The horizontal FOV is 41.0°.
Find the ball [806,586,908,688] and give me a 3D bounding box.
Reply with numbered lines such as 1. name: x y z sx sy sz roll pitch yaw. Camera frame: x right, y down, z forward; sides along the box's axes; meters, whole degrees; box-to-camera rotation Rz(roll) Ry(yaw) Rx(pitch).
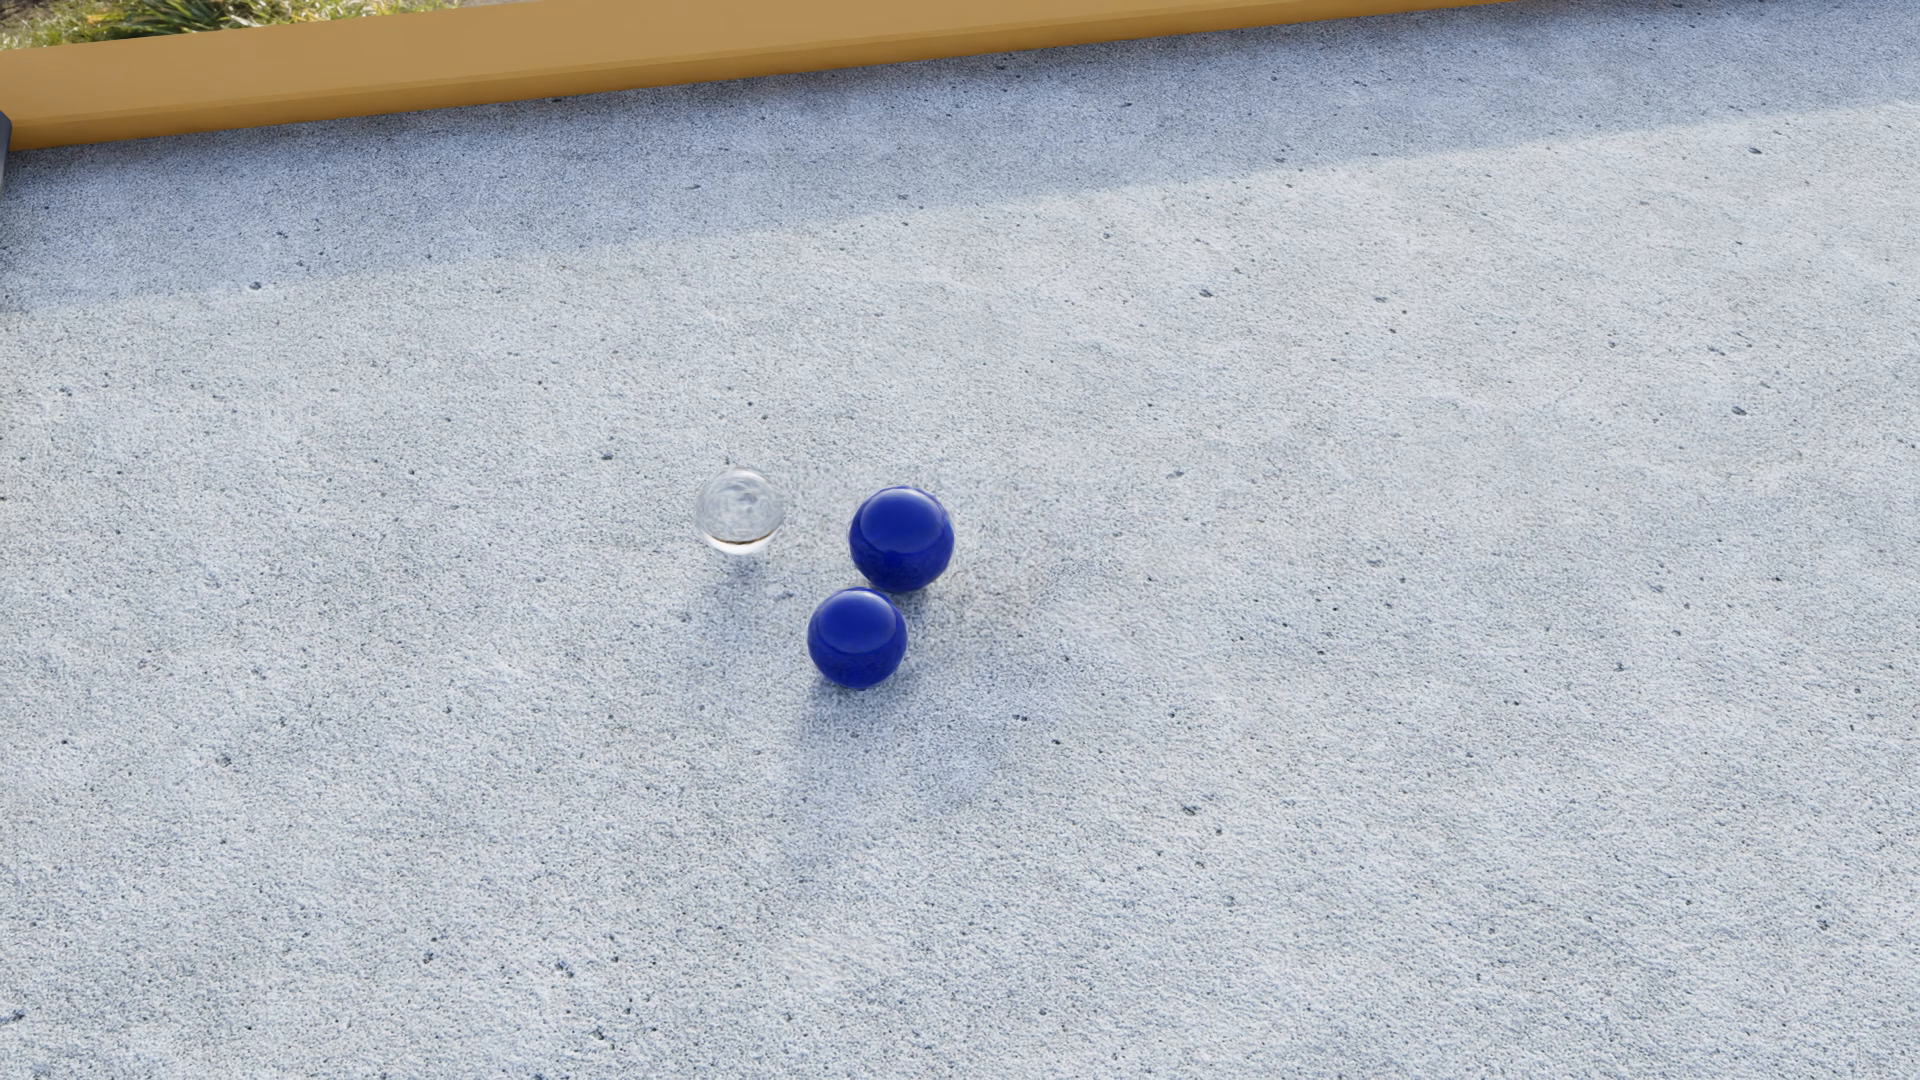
1. ball: -0.062 0.059 1.547 0.061 0.061 0.061 0 36 0

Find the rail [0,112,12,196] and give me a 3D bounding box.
1. rail: -0.627 0.072 1.504 0.045 0.088 1.514 -8 37 -11

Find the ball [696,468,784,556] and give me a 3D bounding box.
1. ball: -0.142 -0.018 1.658 0.057 0.057 0.057 0 36 0

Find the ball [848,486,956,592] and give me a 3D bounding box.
1. ball: -0.037 -0.001 1.624 0.068 0.068 0.068 0 36 0

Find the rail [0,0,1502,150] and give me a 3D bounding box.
1. rail: 0.485 -0.518 2.323 2.669 0.088 0.045 -8 37 -11
